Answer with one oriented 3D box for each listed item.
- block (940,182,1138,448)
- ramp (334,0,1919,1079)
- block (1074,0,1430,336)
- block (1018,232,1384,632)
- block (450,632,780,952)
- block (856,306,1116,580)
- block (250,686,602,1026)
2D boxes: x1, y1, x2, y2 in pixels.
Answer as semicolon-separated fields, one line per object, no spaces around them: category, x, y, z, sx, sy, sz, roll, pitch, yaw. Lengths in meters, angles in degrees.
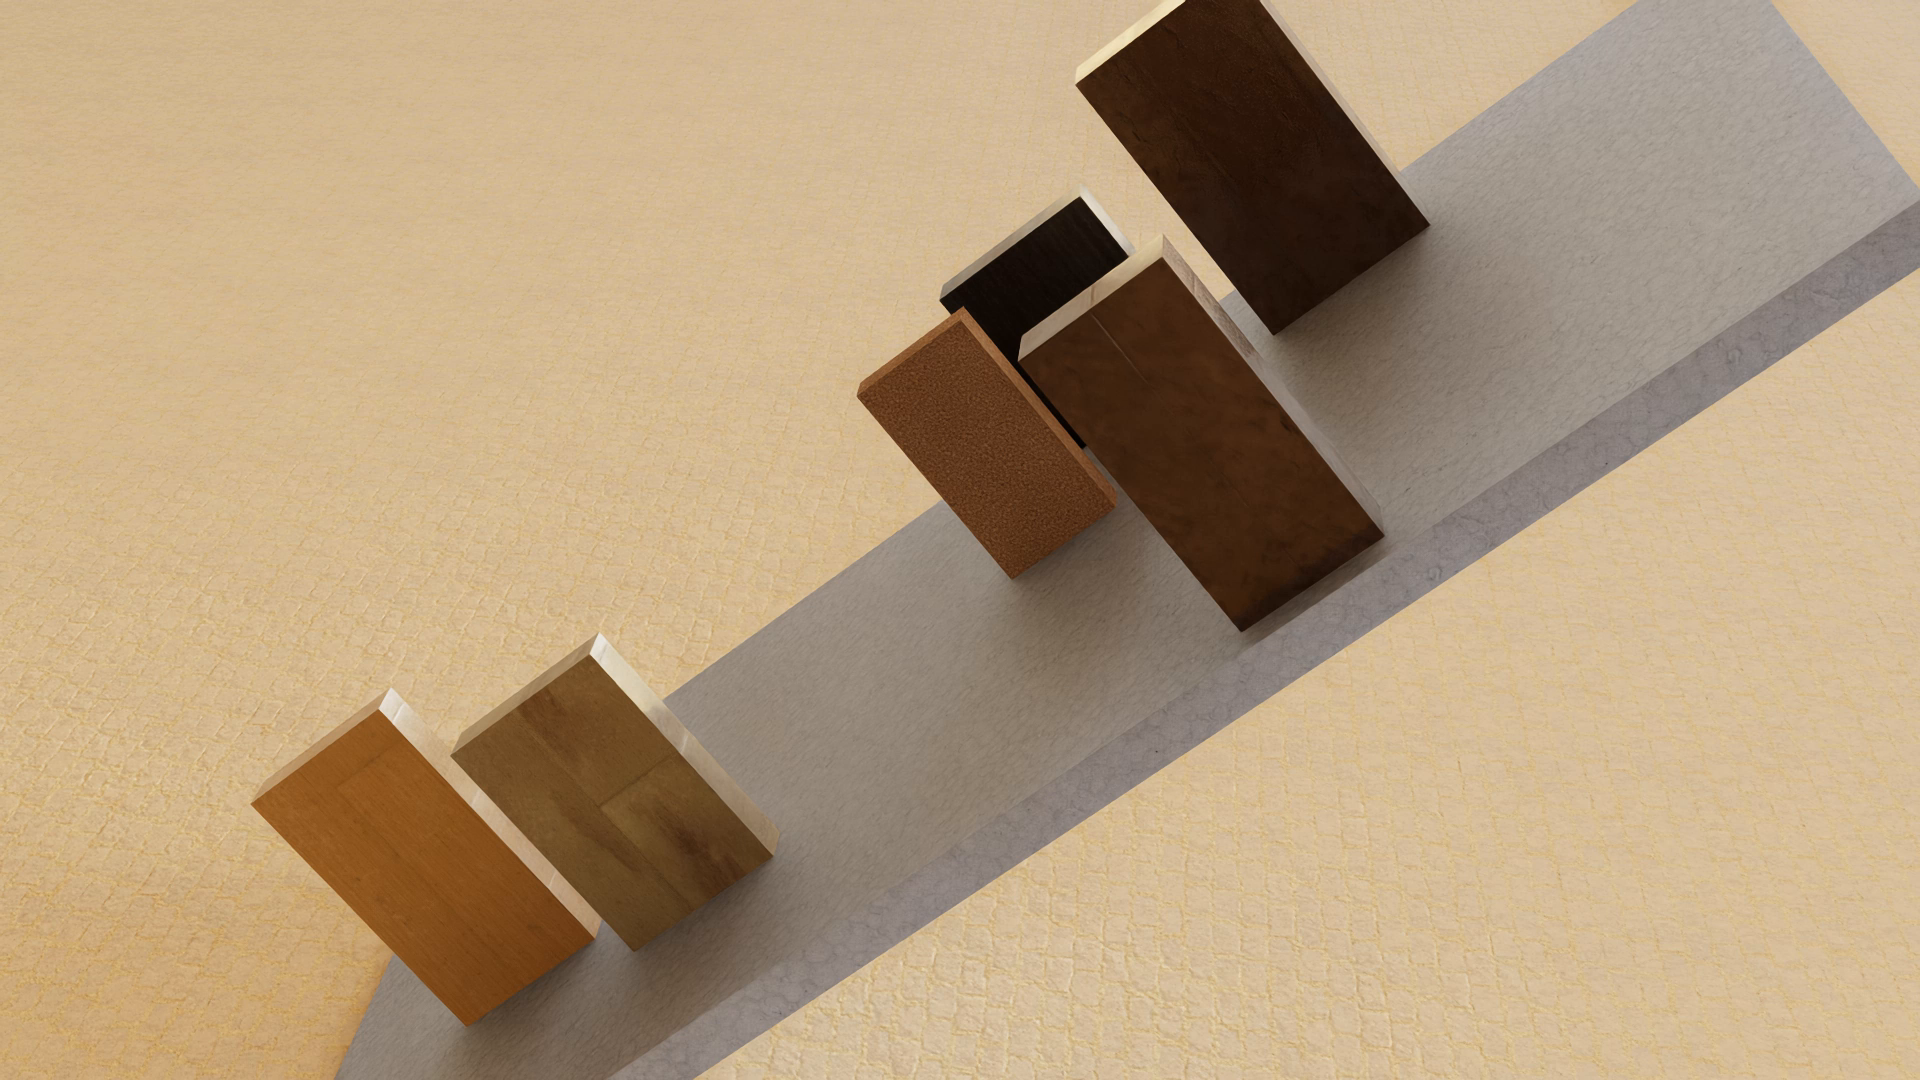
block;0.267;-0.504;6.788;0.409;0.487;0.110;-35;16;17
ramp;0.123;0.183;6.334;4.000;0.100;2.000;-35;16;17
block;0.643;-0.866;6.462;0.423;0.722;0.148;-35;16;17
block;0.431;-0.186;5.226;0.315;0.651;0.135;-35;16;17
block;-0.709;0.525;6.074;0.386;0.575;0.103;-35;16;17
block;0.060;-0.205;6.355;0.287;0.538;0.086;-35;16;17
block;-1.159;0.698;6.421;0.385;0.697;0.105;-35;16;17
